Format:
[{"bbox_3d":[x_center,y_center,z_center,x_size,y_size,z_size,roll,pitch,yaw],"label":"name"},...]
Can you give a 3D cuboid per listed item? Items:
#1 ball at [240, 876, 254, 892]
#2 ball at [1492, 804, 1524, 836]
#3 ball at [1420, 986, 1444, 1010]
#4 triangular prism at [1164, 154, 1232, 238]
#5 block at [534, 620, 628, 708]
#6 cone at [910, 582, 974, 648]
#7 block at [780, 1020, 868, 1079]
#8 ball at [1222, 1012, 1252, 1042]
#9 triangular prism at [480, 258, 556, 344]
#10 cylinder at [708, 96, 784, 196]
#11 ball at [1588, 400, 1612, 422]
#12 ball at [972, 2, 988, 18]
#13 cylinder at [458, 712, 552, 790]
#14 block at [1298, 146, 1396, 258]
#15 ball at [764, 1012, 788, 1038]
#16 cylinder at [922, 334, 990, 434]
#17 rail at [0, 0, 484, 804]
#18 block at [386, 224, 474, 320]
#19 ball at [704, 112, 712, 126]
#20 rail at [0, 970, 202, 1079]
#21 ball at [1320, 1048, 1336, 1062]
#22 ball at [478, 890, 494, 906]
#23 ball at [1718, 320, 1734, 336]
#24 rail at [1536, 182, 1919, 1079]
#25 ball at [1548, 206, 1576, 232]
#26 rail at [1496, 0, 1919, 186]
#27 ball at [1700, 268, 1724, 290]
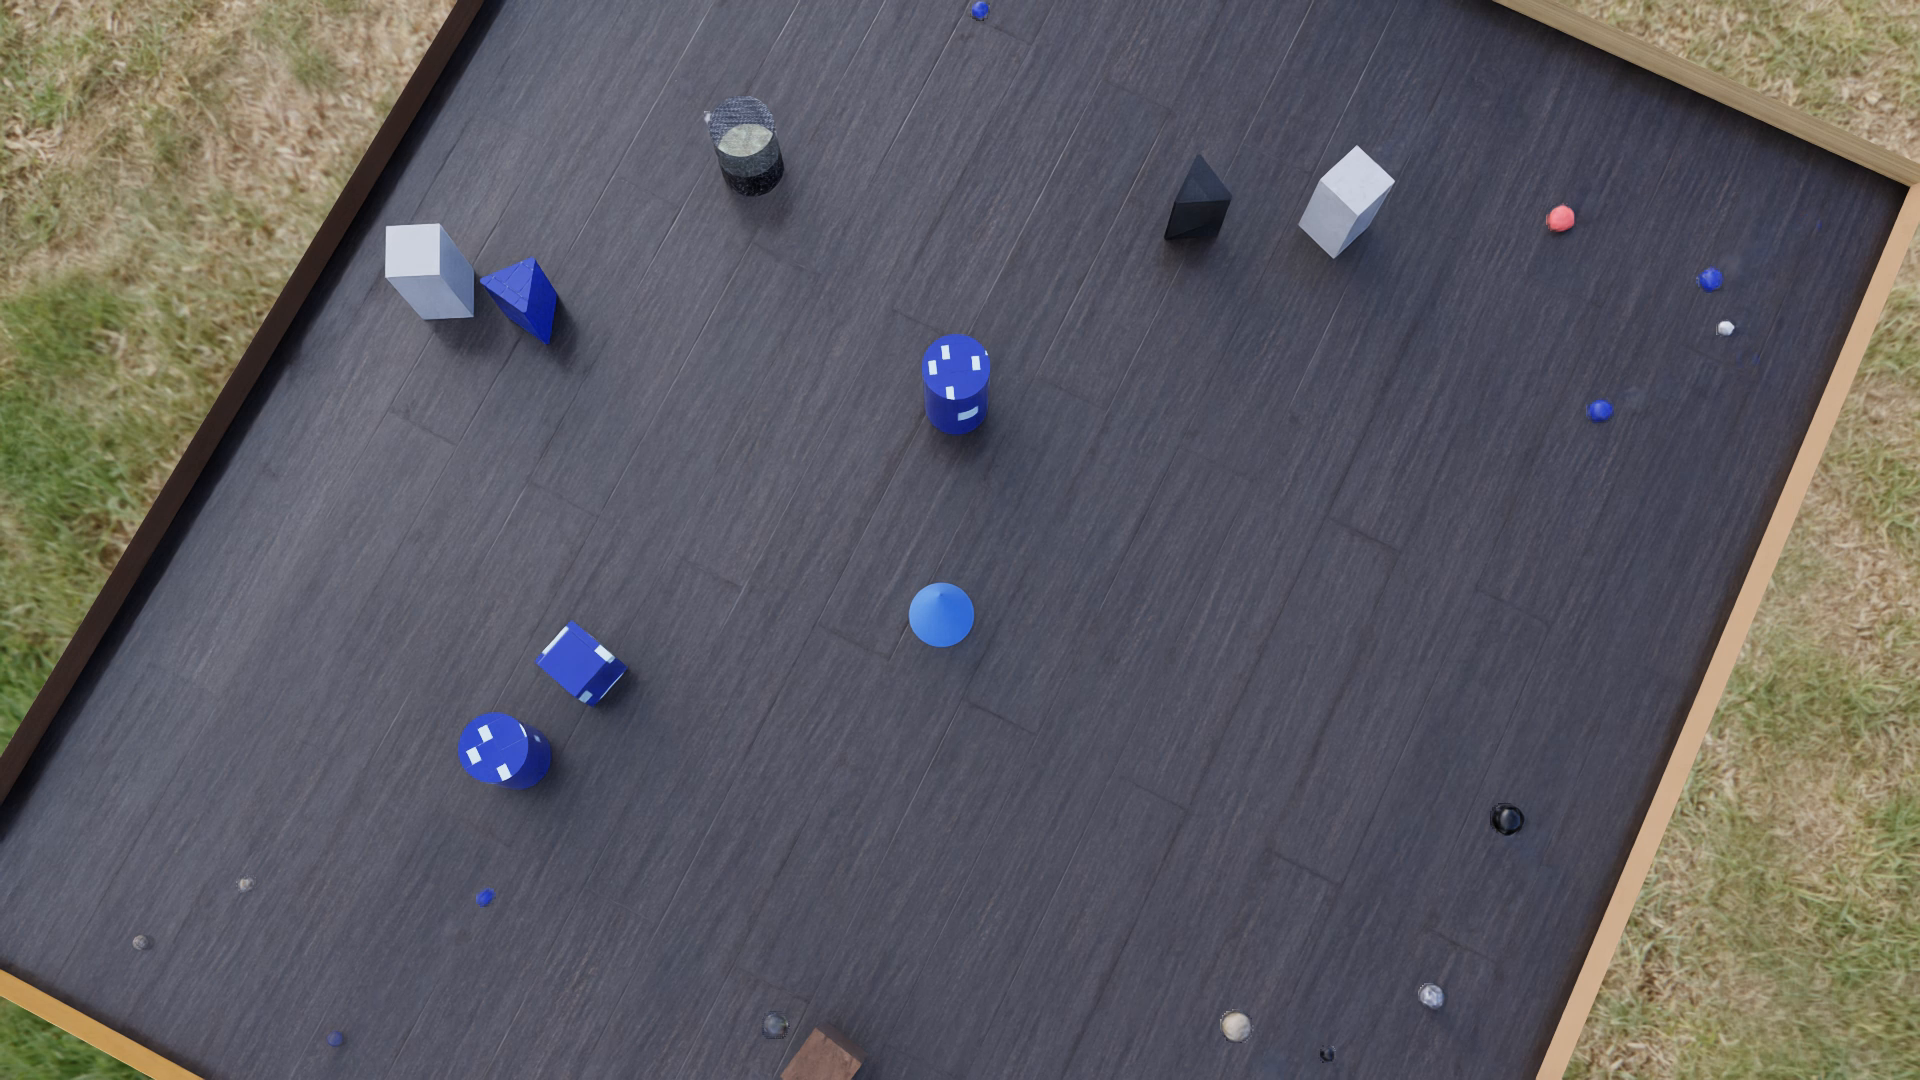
[{"bbox_3d":[-2.095,1.011,5.385,0.043,0.043,0.043,0,78,0],"label":"ball"},{"bbox_3d":[1.615,0.825,5.400,0.091,0.091,0.091,0,78,0],"label":"ball"},{"bbox_3d":[1.369,1.324,5.308,0.068,0.068,0.068,0,78,0],"label":"ball"},{"bbox_3d":[0.729,-1.065,5.682,0.172,0.303,0.149,-4,78,-1],"label":"triangular prism"},{"bbox_3d":[-1.113,0.367,5.403,0.159,0.269,0.159,40,81,8],"label":"block"},{"bbox_3d":[-0.056,0.189,5.387,0.198,0.372,0.198,0,78,0],"label":"cone"},{"bbox_3d":[-0.376,1.469,5.127,0.159,0.364,0.159,36,81,7],"label":"block"},{"bbox_3d":[0.798,1.404,5.284,0.083,0.083,0.083,0,78,0],"label":"ball"},{"bbox_3d":[-1.317,-0.752,5.614,0.172,0.311,0.149,35,80,7],"label":"triangular prism"},{"bbox_3d":[-0.663,-1.224,5.710,0.198,0.313,0.198,0,78,0],"label":"cylinder"},{"bbox_3d":[1.979,-0.400,5.664,0.069,0.069,0.069,0,78,0],"label":"ball"},{"bbox_3d":[0.065,-1.720,5.945,0.055,0.055,0.055,0,78,0],"label":"ball"},{"bbox_3d":[-1.321,0.618,5.335,0.198,0.300,0.198,0,78,0],"label":"cylinder"},{"bbox_3d":[1.186,-1.036,5.645,0.159,0.365,0.159,-43,81,-8],"label":"block"},{"bbox_3d":[-0.533,1.402,5.290,0.071,0.071,0.071,0,78,0],"label":"ball"},{"bbox_3d":[-0.011,-0.463,5.512,0.198,0.393,0.198,0,78,0],"label":"cylinder"},{"bbox_3d":[-1.961,-0.953,5.747,0.045,0.129,4.824,26,80,5],"label":"rail"},{"bbox_3d":[-1.612,-0.814,5.587,0.159,0.388,0.159,-3,78,-1],"label":"block"},{"bbox_3d":[-0.794,-1.347,5.872,0.046,0.046,0.046,0,78,0],"label":"ball"},{"bbox_3d":[-1.068,2.098,5.115,4.433,0.129,0.045,26,80,5],"label":"rail"},{"bbox_3d":[1.062,1.485,5.288,0.041,0.041,0.041,0,78,0],"label":"ball"},{"bbox_3d":[-1.392,1.049,5.377,0.044,0.044,0.044,0,78,0],"label":"ball"},{"bbox_3d":[2.395,-0.663,5.731,0.045,0.045,0.045,0,78,0],"label":"ball"},{"bbox_3d":[1.961,0.967,5.350,0.045,0.129,4.824,26,80,5],"label":"rail"},{"bbox_3d":[1.900,-1.015,5.786,0.080,0.080,0.080,0,78,0],"label":"ball"},{"bbox_3d":[1.068,-2.085,5.981,4.433,0.129,0.045,26,80,5],"label":"rail"},{"bbox_3d":[2.357,-0.818,5.750,0.070,0.070,0.070,0,78,0],"label":"ball"}]
